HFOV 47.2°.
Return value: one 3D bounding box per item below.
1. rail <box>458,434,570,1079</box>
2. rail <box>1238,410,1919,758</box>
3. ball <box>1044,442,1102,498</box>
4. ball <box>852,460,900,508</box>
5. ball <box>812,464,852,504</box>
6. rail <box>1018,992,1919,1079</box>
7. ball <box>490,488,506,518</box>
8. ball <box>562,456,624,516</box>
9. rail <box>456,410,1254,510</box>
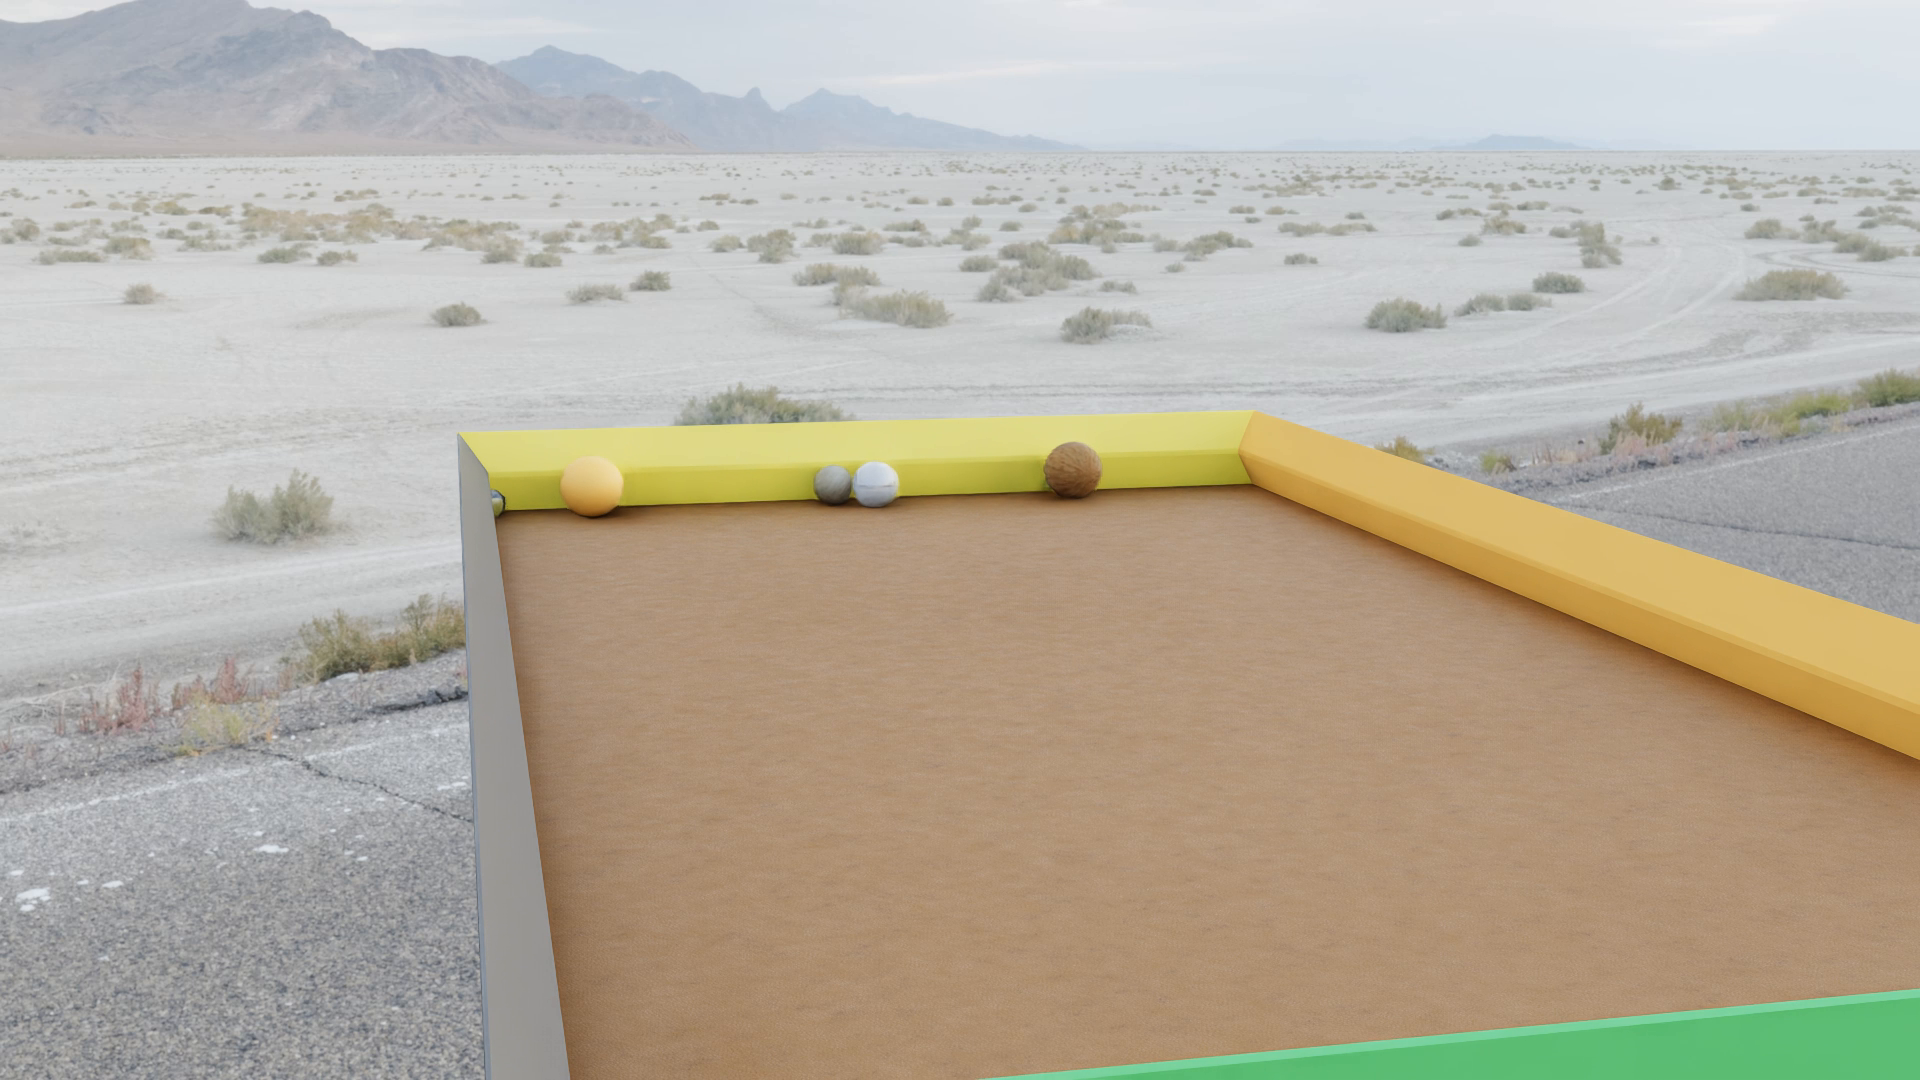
[{"bbox_3d":[-0.491,0.113,2.293,0.045,0.127,2.619,-2,10,-13],"label":"rail"},{"bbox_3d":[0.785,0.061,2.583,0.045,0.127,2.619,-2,10,-13],"label":"rail"},{"bbox_3d":[0.188,-0.117,3.681,0.095,0.095,0.095,0,10,0],"label":"ball"},{"bbox_3d":[-0.137,-0.091,3.591,0.076,0.076,0.076,0,10,0],"label":"ball"},{"bbox_3d":[-0.210,-0.091,3.618,0.066,0.066,0.066,0,10,0],"label":"ball"},{"bbox_3d":[0.437,0.306,1.204,1.357,0.127,0.045,-2,10,-13],"label":"rail"},{"bbox_3d":[-0.745,-0.058,3.492,0.046,0.046,0.046,0,10,0],"label":"ball"},{"bbox_3d":[-0.585,-0.086,3.500,0.098,0.098,0.098,0,10,0],"label":"ball"},{"bbox_3d":[-0.142,-0.132,3.672,1.357,0.127,0.045,-2,10,-13],"label":"rail"}]
